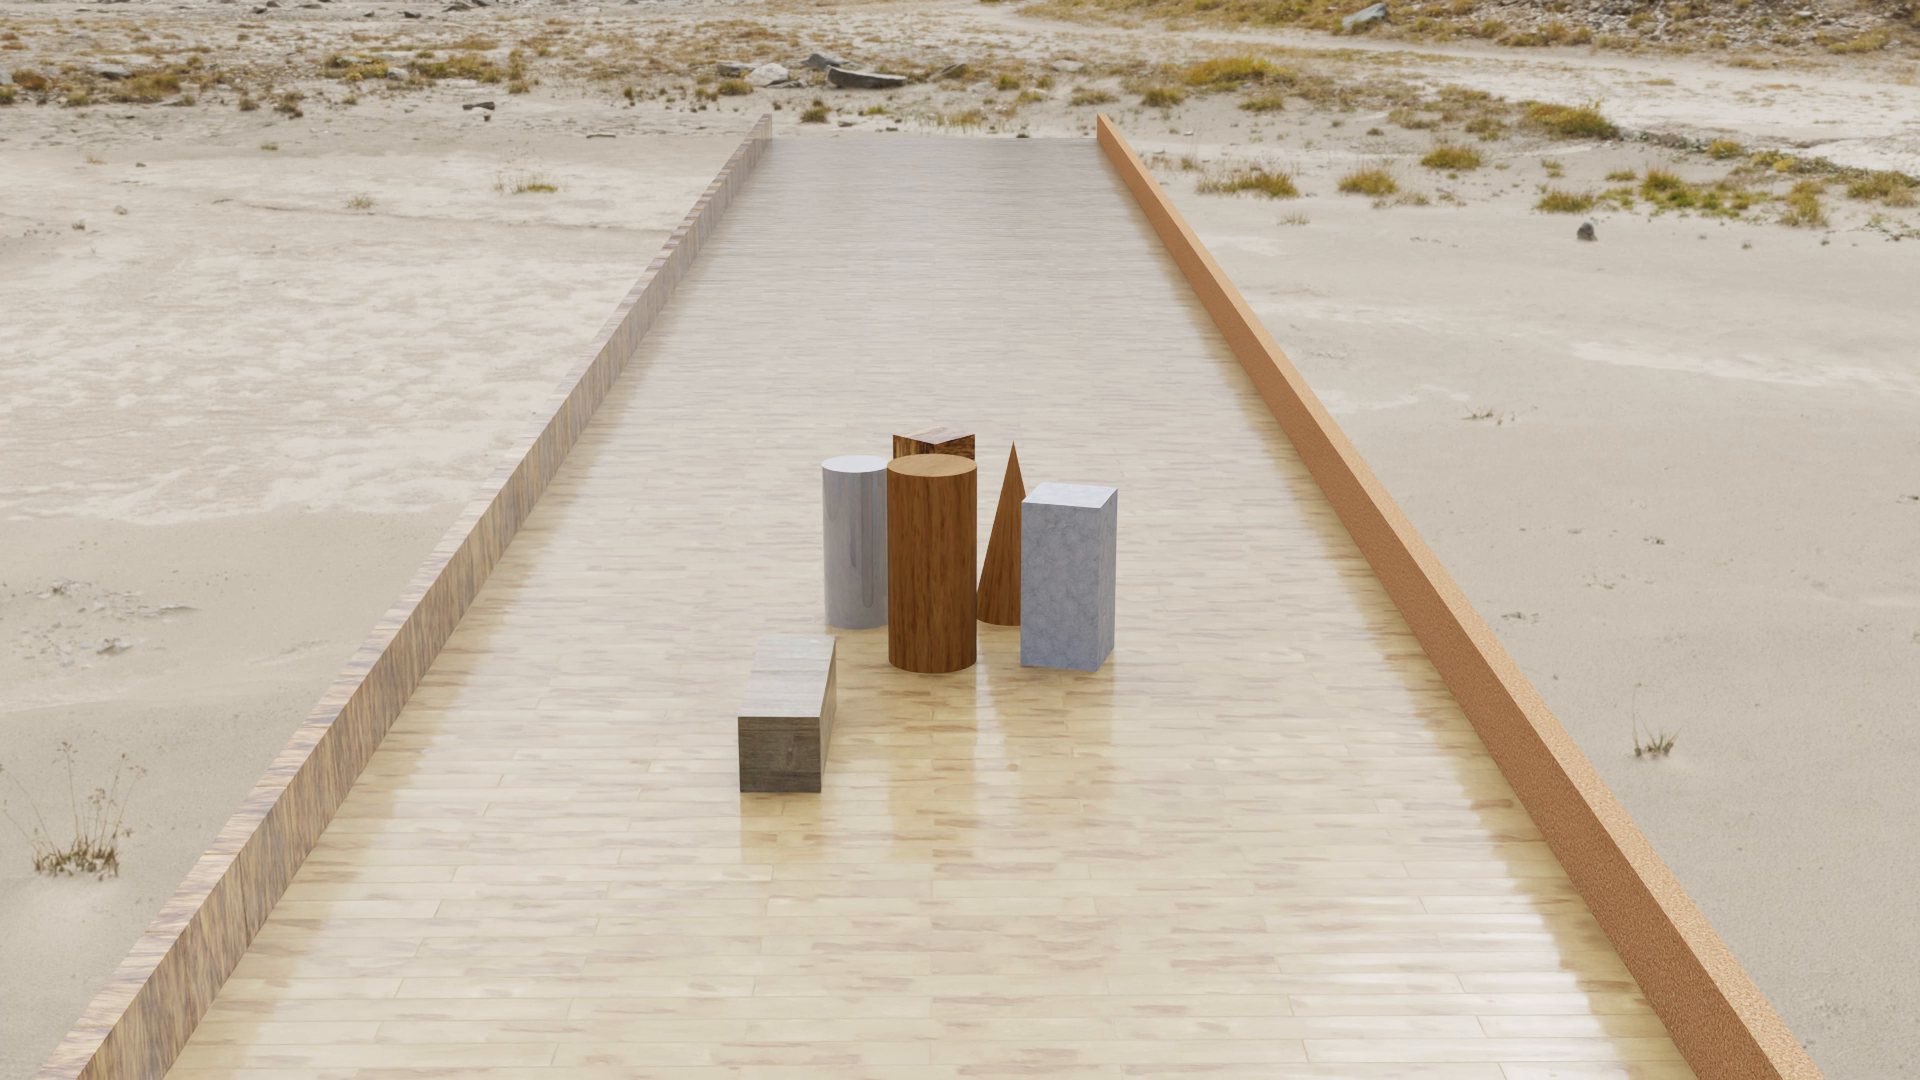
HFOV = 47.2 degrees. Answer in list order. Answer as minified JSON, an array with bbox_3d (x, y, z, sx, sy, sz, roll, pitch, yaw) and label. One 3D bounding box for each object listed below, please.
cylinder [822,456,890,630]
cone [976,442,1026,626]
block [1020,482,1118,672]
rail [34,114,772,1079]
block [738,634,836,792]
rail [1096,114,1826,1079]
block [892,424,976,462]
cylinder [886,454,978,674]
[{"bbox_3d":[-0.216,0.004,4.618,0.144,0.340,0.144,0,17,0],"label":"cylinder"},{"bbox_3d":[0.112,-0.026,4.647,0.171,0.381,0.171,0,17,0],"label":"cone"},{"bbox_3d":[0.218,0.072,4.395,0.157,0.337,0.157,5,17,16],"label":"block"},{"bbox_3d":[-1.118,-0.838,7.780,0.050,0.150,12.000,0,17,-1],"label":"rail"},{"bbox_3d":[-0.306,0.306,3.954,0.139,0.139,0.425,0,17,1],"label":"block"},{"bbox_3d":[0.932,-0.844,7.801,0.050,0.150,12.000,0,17,-1],"label":"rail"},{"bbox_3d":[-0.057,-0.069,4.861,0.127,0.340,0.127,15,22,41],"label":"block"},{"bbox_3d":[-0.055,0.046,4.368,0.177,0.402,0.177,0,17,0],"label":"cylinder"}]
